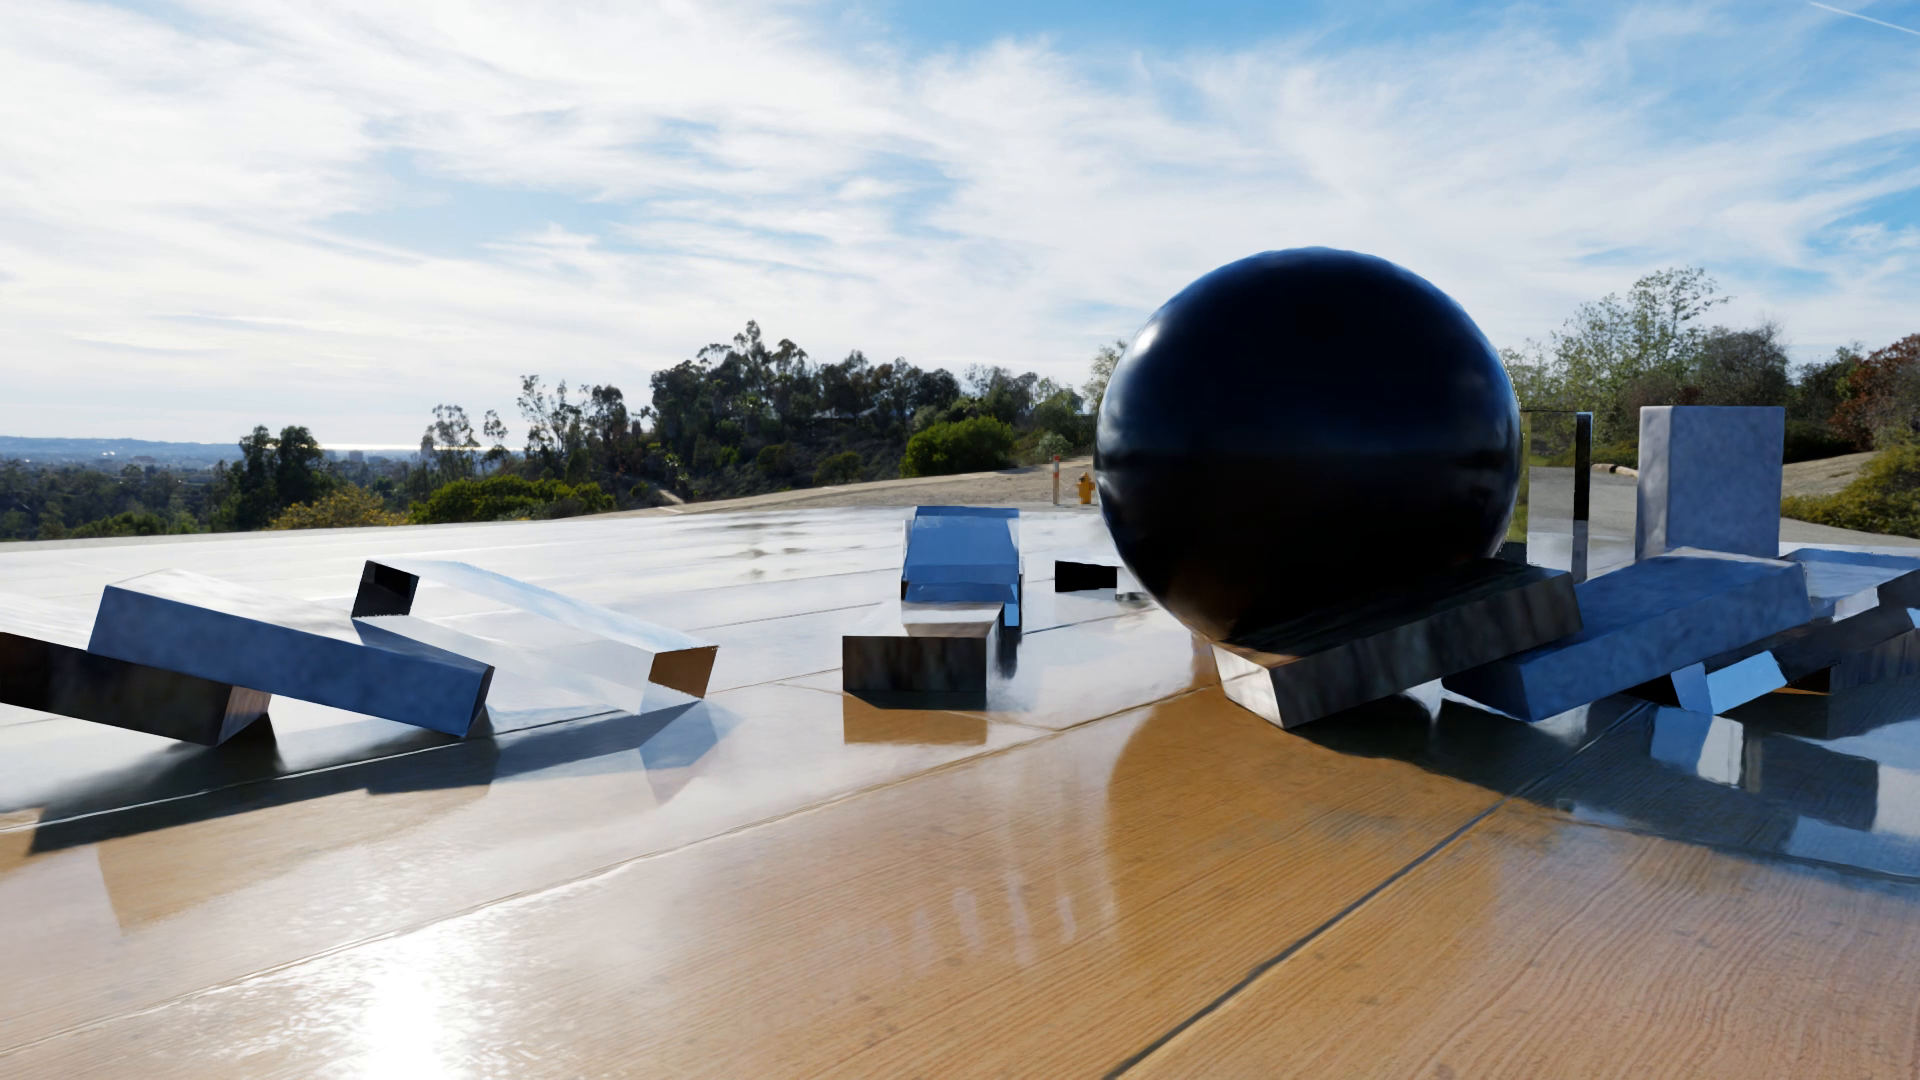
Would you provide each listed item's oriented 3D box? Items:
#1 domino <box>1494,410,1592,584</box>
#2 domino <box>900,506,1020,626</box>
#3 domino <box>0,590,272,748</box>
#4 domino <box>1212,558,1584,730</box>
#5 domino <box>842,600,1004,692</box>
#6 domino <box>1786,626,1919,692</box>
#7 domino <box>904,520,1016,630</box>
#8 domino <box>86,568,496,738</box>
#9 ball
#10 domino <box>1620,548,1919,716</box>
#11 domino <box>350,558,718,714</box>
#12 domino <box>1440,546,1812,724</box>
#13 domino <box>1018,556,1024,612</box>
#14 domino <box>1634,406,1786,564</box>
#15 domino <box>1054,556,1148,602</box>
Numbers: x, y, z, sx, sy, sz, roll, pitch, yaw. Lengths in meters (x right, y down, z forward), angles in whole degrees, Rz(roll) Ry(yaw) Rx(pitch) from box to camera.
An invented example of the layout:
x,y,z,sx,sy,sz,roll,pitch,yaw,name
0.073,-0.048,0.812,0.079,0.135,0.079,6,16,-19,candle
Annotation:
x,y,z,sx,sy,sz,roll,pitch,yaw,name
0.136,-0.005,0.300,0.025,0.050,0.010,-3,5,-35,domino
0.001,0.005,0.294,0.025,0.009,0.050,2,20,2,domino
-0.129,0.017,0.186,0.050,0.009,0.025,16,0,-14,domino
0.069,0.016,0.206,0.050,0.009,0.025,-17,6,-7,domino
-0.005,0.019,0.246,0.025,0.010,0.050,0,4,6,domino
0.164,0.020,0.244,0.050,0.009,0.025,-3,5,-32,domino
-0.001,0.008,0.314,0.025,0.009,0.050,0,20,-3,domino
-0.097,0.016,0.192,0.050,0.009,0.025,16,0,-15,domino
0.066,-0.016,0.250,0.080,0.080,0.080,0,4,0,ball
0.136,0.014,0.218,0.050,0.010,0.025,-18,9,-14,domino
-0.067,0.015,0.206,0.050,0.009,0.025,16,1,11,domino
0.107,0.014,0.210,0.050,0.009,0.025,-18,9,-8,domino
0.005,0.012,0.351,0.025,0.010,0.050,0,4,3,domino
0.152,-0.002,0.261,0.025,0.050,0.010,-1,4,-9,domino
0.054,0.010,0.371,0.050,0.009,0.025,-3,5,-37,domino
